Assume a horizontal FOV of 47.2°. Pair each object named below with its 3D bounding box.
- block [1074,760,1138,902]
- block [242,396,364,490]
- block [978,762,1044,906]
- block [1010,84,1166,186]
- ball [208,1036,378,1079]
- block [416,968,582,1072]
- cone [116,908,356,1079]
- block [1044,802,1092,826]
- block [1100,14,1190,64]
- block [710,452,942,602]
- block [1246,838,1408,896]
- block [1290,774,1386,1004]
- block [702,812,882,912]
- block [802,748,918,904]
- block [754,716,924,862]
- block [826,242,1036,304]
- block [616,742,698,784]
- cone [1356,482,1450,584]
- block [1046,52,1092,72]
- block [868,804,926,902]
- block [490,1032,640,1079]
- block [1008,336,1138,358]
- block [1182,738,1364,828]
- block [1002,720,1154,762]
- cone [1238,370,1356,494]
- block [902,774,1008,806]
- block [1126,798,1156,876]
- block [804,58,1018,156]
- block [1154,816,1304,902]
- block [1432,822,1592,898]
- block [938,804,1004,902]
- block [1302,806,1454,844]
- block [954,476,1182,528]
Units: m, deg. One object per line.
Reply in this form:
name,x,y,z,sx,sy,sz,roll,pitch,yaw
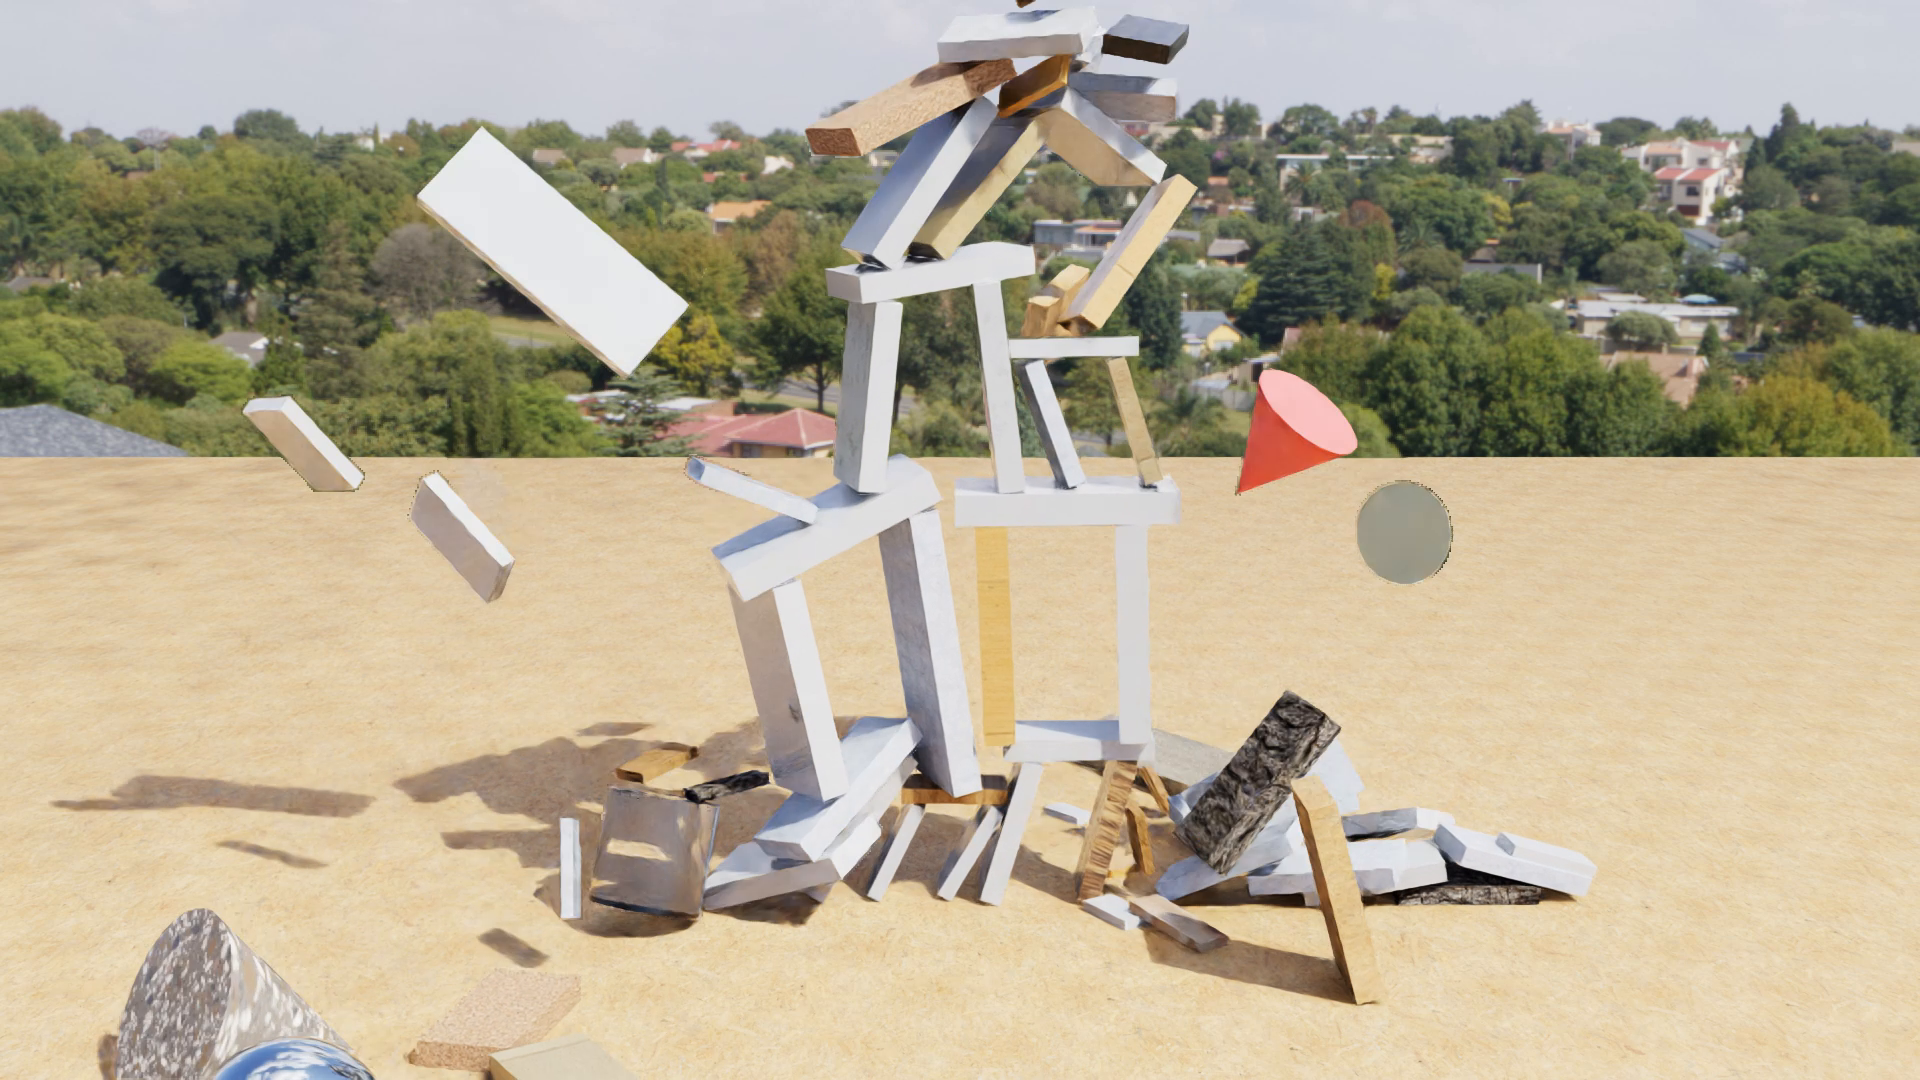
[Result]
block,0.241,0.468,3.649,0.035,0.246,0.123,15,10,-3
block,-1.075,-0.156,3.600,0.097,0.194,0.027,-1,50,35
block,0.083,0.469,3.649,0.035,0.246,0.123,16,10,-4
block,0.200,-0.650,3.552,0.133,0.038,0.266,8,-15,45
ball,-0.769,0.686,2.519,0.231,0.231,0.231,0,11,0
block,-0.646,0.676,3.102,0.133,0.038,0.266,2,11,11
cone,-0.927,0.661,2.943,0.278,0.278,0.278,26,-9,-41
block,0.203,0.507,4.079,0.046,0.013,0.093,-9,14,-39
block,0.292,-0.786,3.452,0.104,0.029,0.207,12,24,10
block,-0.215,-0.024,3.488,0.348,0.049,0.174,-28,19,-10
block,0.605,0.538,3.616,0.241,0.034,0.121,-7,13,23
block,0.556,0.513,3.246,0.043,0.303,0.152,-15,10,1
block,-0.278,0.522,3.564,0.284,0.040,0.142,-18,15,32
block,-0.173,0.458,3.675,0.040,0.284,0.142,33,5,-12
block,-0.196,0.400,3.559,0.284,0.040,0.142,-48,24,-28
block,-0.047,-0.424,3.470,0.296,0.042,0.148,-13,16,-22
block,-0.492,0.361,3.572,0.063,0.018,0.125,6,19,37
cone,0.745,-0.014,3.534,0.160,0.160,0.160,8,7,35
block,0.167,-0.746,3.422,0.054,0.015,0.108,5,3,-8
block,-0.106,0.507,3.657,0.025,0.175,0.087,25,9,-6
block,-0.500,0.719,2.869,0.133,0.038,0.266,-7,13,-33
block,0.177,-0.309,3.517,0.206,0.029,0.103,-2,7,-2
block,0.536,0.429,3.771,0.278,0.139,0.039,-29,5,4
block,0.192,0.330,3.624,0.246,0.035,0.123,0,11,0
cone,0.487,-0.135,3.433,0.185,0.185,0.185,27,32,-19
block,-0.010,0.413,3.644,0.175,0.025,0.087,1,10,-2
block,0.295,0.488,3.618,0.016,0.115,0.058,-17,25,-10
block,-0.075,-0.670,3.369,0.300,0.042,0.150,-31,24,-24
block,0.448,0.526,3.624,0.241,0.034,0.121,-25,0,21
block,0.916,0.530,3.651,0.234,0.033,0.117,15,10,-14
block,0.017,0.509,3.659,0.025,0.175,0.087,30,9,-6
block,0.712,0.495,3.780,0.241,0.034,0.121,-15,-21,40
block,0.170,-0.064,3.552,0.357,0.051,0.179,-1,11,0
